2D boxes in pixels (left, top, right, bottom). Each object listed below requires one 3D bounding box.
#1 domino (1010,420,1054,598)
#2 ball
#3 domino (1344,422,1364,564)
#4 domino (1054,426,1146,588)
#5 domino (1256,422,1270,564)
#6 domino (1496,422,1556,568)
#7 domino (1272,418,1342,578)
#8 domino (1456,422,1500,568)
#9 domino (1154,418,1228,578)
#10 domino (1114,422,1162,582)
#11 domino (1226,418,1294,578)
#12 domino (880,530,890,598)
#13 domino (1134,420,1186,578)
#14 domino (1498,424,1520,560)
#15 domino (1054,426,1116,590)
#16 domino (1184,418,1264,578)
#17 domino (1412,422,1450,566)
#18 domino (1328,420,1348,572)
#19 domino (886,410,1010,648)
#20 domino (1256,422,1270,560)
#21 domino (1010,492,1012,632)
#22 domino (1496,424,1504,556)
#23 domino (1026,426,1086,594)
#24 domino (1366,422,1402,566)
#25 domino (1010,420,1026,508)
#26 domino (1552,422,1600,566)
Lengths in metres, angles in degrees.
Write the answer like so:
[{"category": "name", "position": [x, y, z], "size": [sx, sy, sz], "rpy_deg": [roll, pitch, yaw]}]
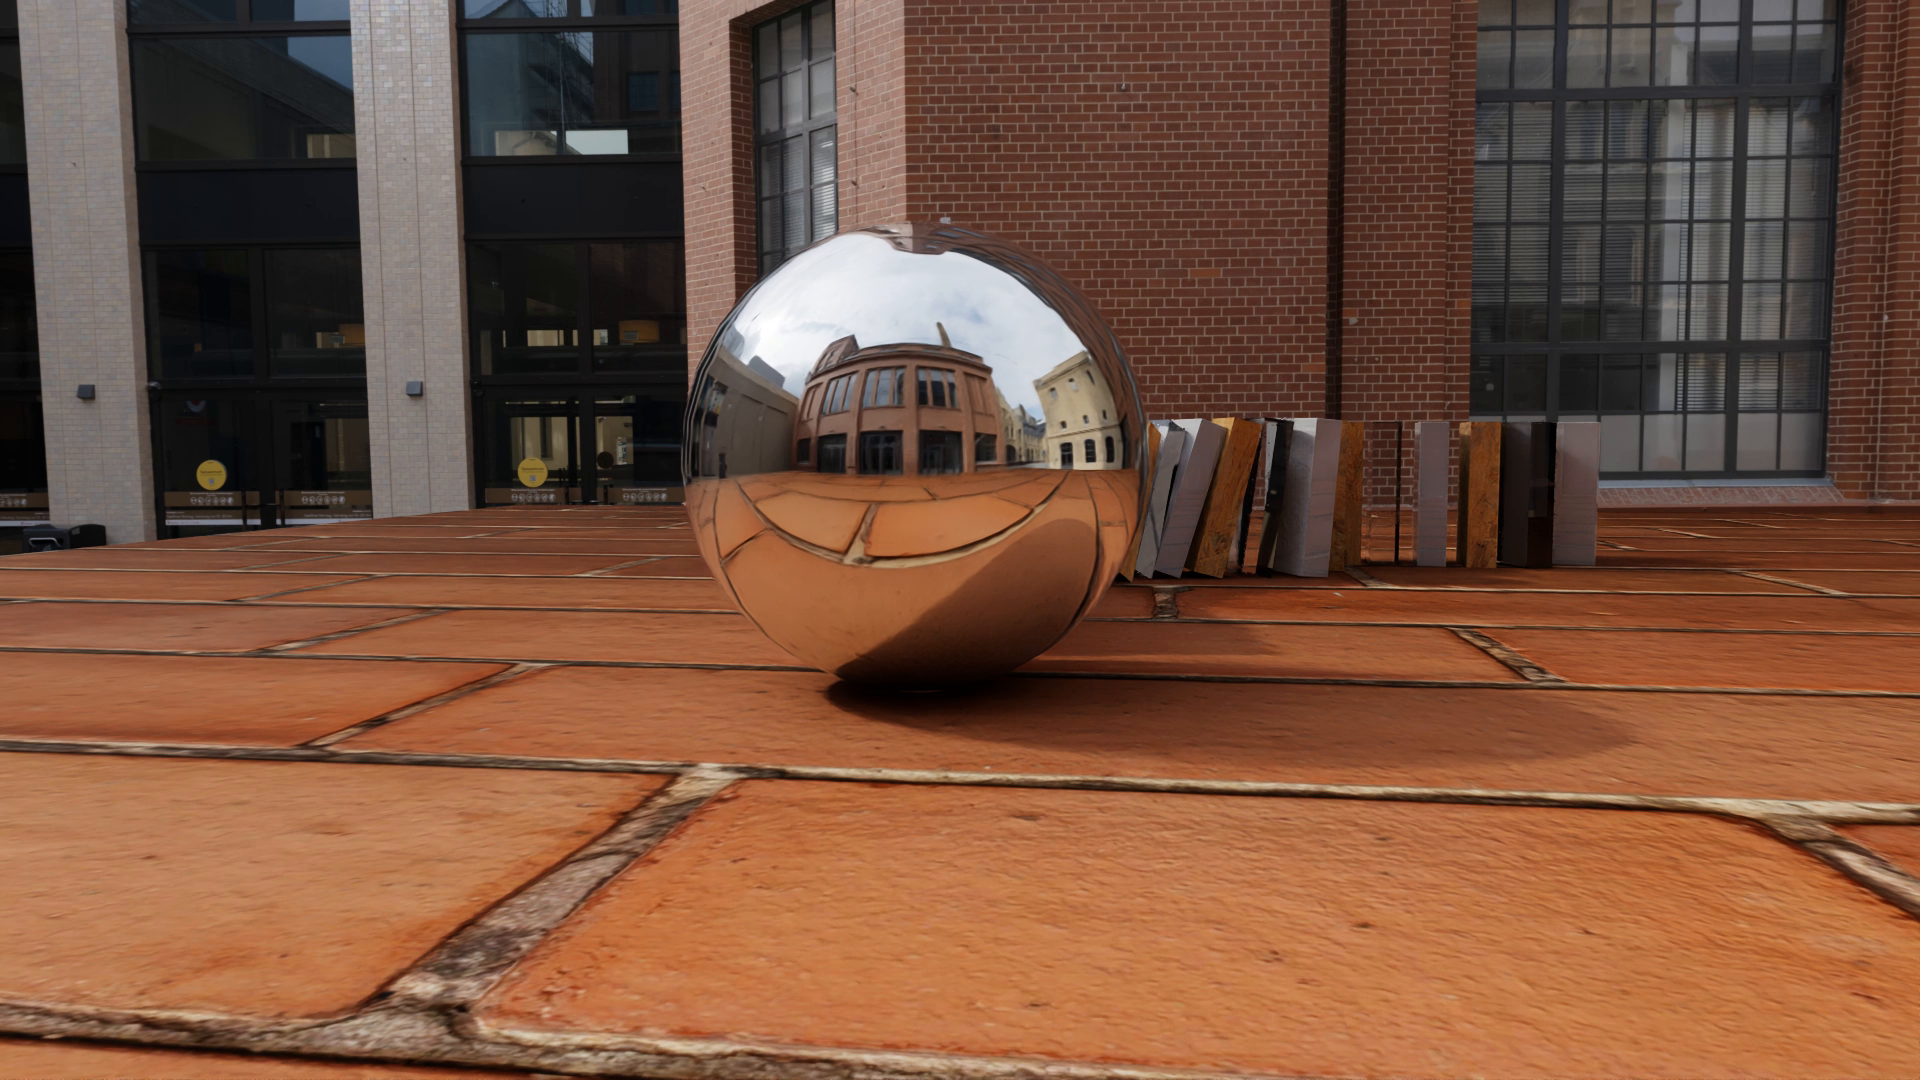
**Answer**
[{"category": "domino", "position": [0.010, -0.009, 0.366], "size": [0.025, 0.050, 0.010], "rpy_deg": [2, -21, 26]}, {"category": "ball", "position": [-0.008, -0.014, 0.222], "size": [0.080, 0.080, 0.080], "rpy_deg": [0, 4, 0]}, {"category": "domino", "position": [0.137, -0.017, 0.463], "size": [0.010, 0.050, 0.025], "rpy_deg": [0, 4, 3]}, {"category": "domino", "position": [0.038, -0.011, 0.392], "size": [0.025, 0.050, 0.010], "rpy_deg": [3, -25, 32]}, {"category": "domino", "position": [0.117, -0.016, 0.446], "size": [0.025, 0.050, 0.009], "rpy_deg": [1, 4, 8]}, {"category": "domino", "position": [0.196, -0.016, 0.449], "size": [0.009, 0.050, 0.025], "rpy_deg": [-1, 4, -10]}, {"category": "domino", "position": [0.110, -0.014, 0.417], "size": [0.009, 0.050, 0.025], "rpy_deg": [3, 4, -20]}, {"category": "domino", "position": [0.182, -0.016, 0.452], "size": [0.009, 0.050, 0.025], "rpy_deg": [1, 4, 13]}, {"category": "domino", "position": [0.070, -0.014, 0.417], "size": [0.010, 0.050, 0.025], "rpy_deg": [18, 0, -15]}, {"category": "domino", "position": [0.045, -0.012, 0.403], "size": [0.025, 0.050, 0.010], "rpy_deg": [3, -20, 32]}, {"category": "domino", "position": [0.096, -0.014, 0.417], "size": [0.009, 0.050, 0.025], "rpy_deg": [7, 4, -5]}, {"category": "domino", "position": [-0.005, -0.008, 0.347], "size": [0.025, 0.050, 0.010], "rpy_deg": [1, -21, 15]}, {"category": "domino", "position": [0.054, -0.014, 0.414], "size": [0.025, 0.050, 0.009], "rpy_deg": [3, -16, 44]}, {"category": "domino", "position": [0.213, -0.018, 0.471], "size": [0.025, 0.050, 0.009], "rpy_deg": [0, 4, -1]}, {"category": "domino", "position": [0.029, -0.010, 0.383], "size": [0.025, 0.050, 0.009], "rpy_deg": [2, -26, 28]}, {"category": "domino", "position": [0.084, -0.014, 0.417], "size": [0.009, 0.050, 0.025], "rpy_deg": [14, 3, -5]}, {"category": "domino", "position": [0.167, -0.017, 0.456], "size": [0.010, 0.050, 0.025], "rpy_deg": [1, 4, 15]}, {"category": "domino", "position": [0.117, -0.015, 0.434], "size": [0.025, 0.050, 0.010], "rpy_deg": [1, 3, 17]}, {"category": "domino", "position": [-0.002, -0.003, 0.272], "size": [0.025, 0.050, 0.009], "rpy_deg": [0, -20, 2]}, {"category": "domino", "position": [0.120, -0.017, 0.462], "size": [0.009, 0.050, 0.025], "rpy_deg": [-3, 5, -39]}, {"category": "domino", "position": [-0.001, -0.003, 0.282], "size": [0.025, 0.050, 0.010], "rpy_deg": [0, -20, 2]}, {"category": "domino", "position": [0.212, -0.019, 0.487], "size": [0.025, 0.050, 0.010], "rpy_deg": [0, 4, -7]}, {"category": "domino", "position": [0.019, -0.010, 0.376], "size": [0.025, 0.050, 0.009], "rpy_deg": [2, -26, 27]}, {"category": "domino", "position": [0.152, -0.017, 0.460], "size": [0.009, 0.050, 0.025], "rpy_deg": [1, 4, 14]}, {"category": "domino", "position": [0.001, -0.009, 0.358], "size": [0.025, 0.050, 0.010], "rpy_deg": [2, -20, 25]}, {"category": "domino", "position": [0.213, -0.017, 0.456], "size": [0.025, 0.050, 0.010], "rpy_deg": [2, 5, 29]}]
